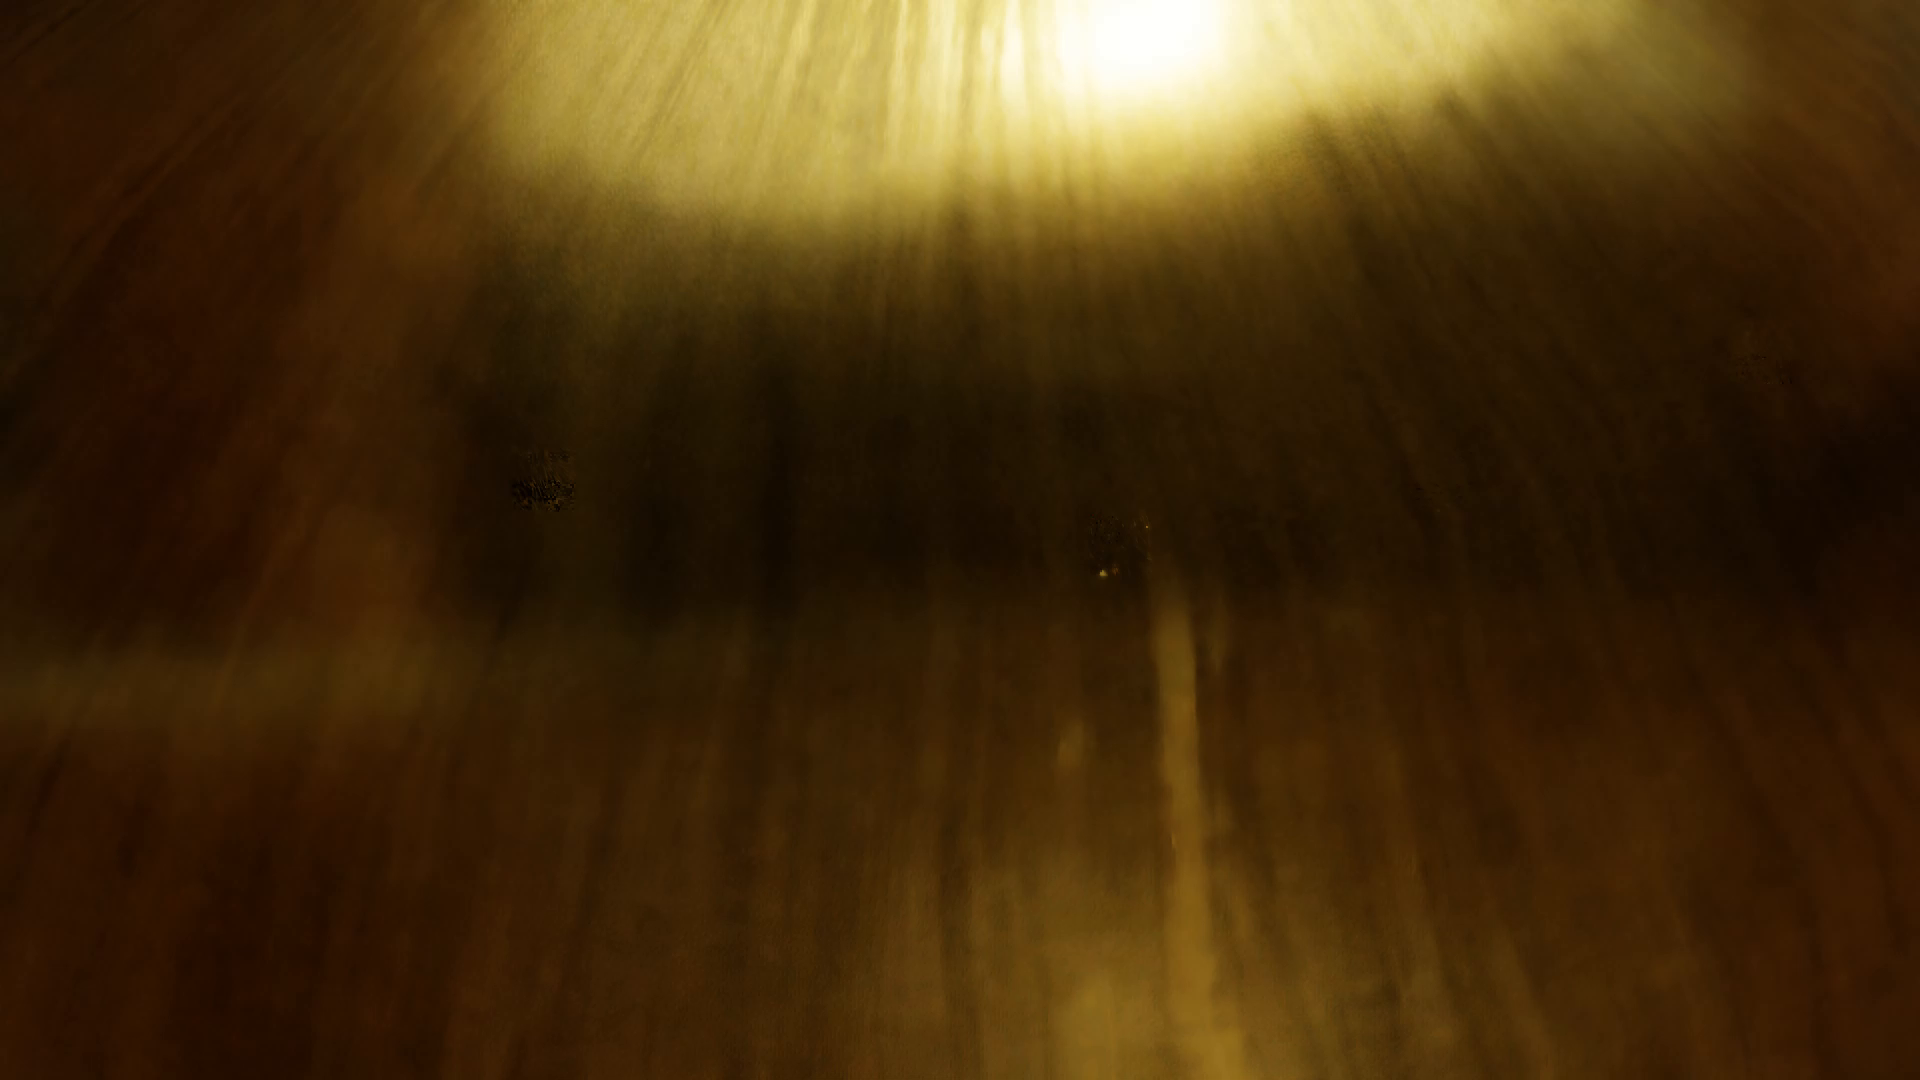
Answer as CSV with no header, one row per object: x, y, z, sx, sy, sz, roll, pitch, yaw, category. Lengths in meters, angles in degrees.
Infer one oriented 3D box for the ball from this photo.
0.000,-0.002,0.056,0.080,0.080,0.080,0,4,0,ball
